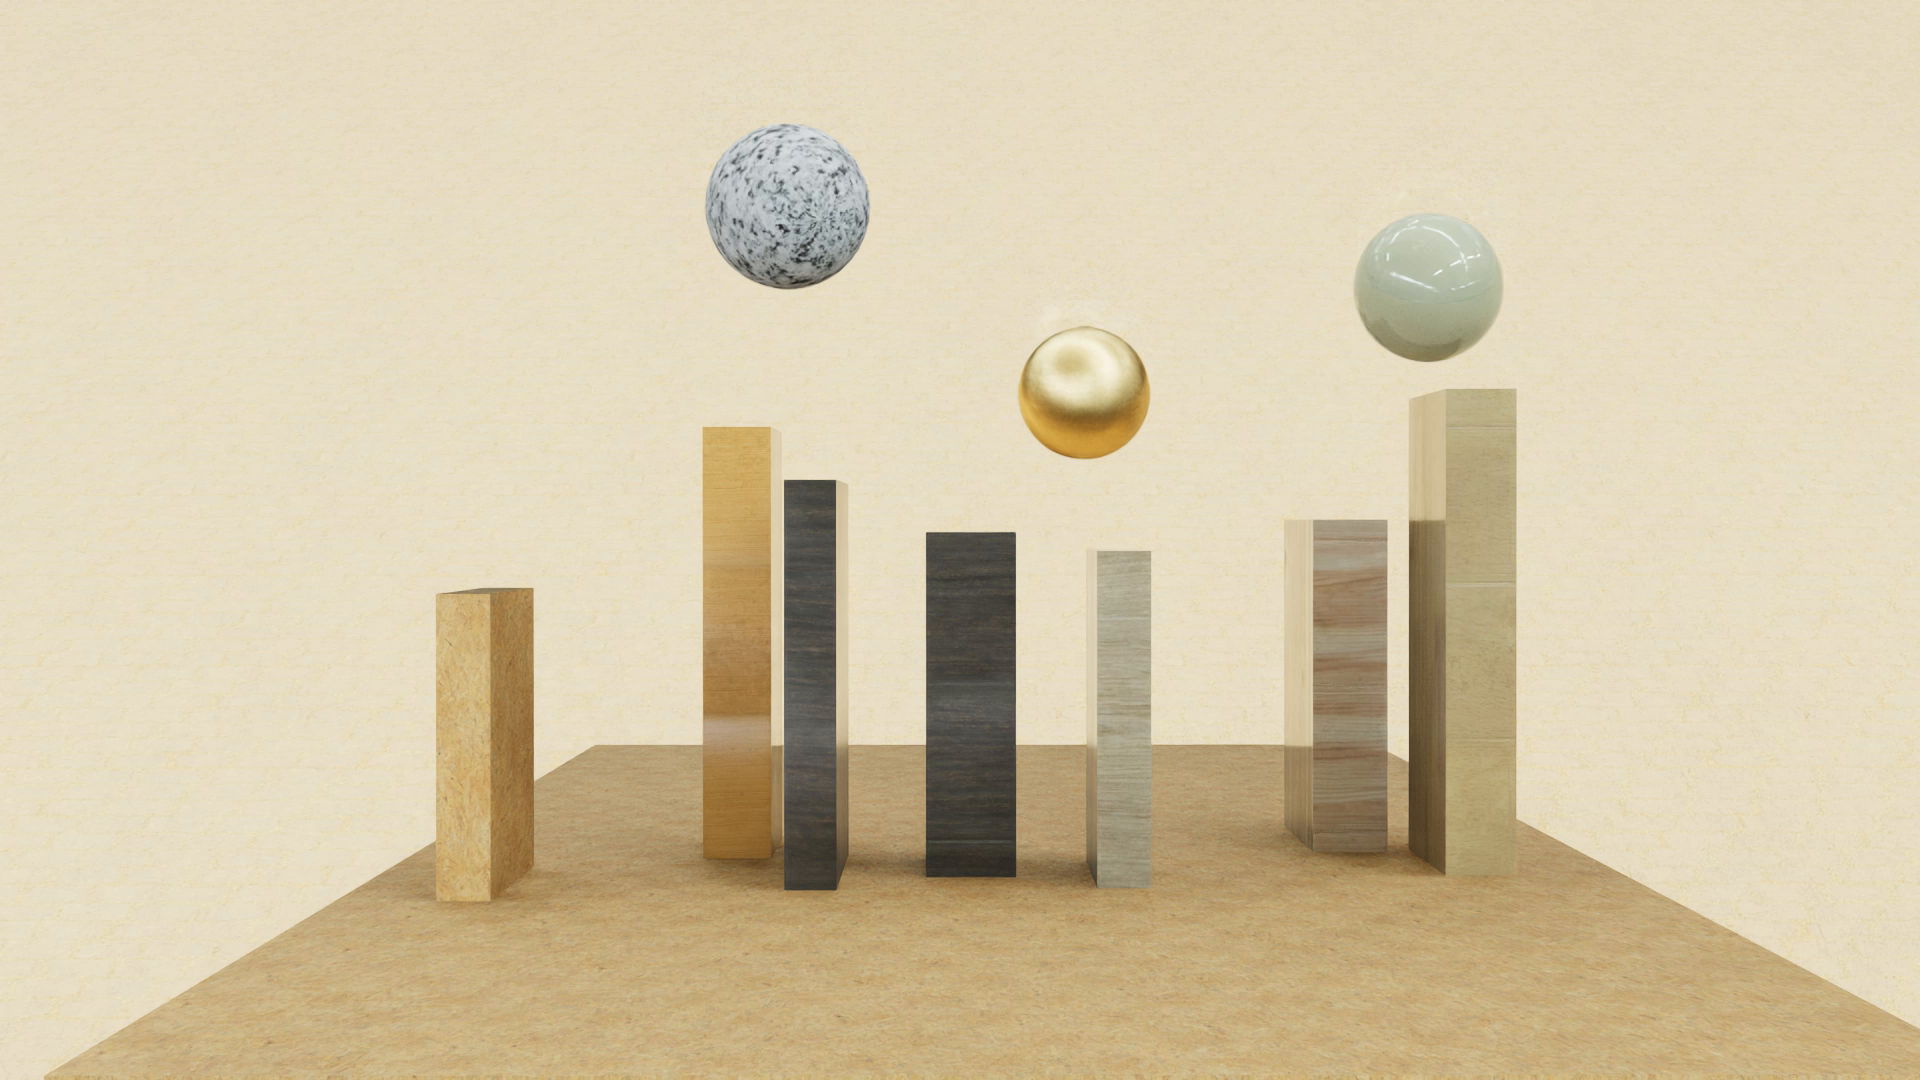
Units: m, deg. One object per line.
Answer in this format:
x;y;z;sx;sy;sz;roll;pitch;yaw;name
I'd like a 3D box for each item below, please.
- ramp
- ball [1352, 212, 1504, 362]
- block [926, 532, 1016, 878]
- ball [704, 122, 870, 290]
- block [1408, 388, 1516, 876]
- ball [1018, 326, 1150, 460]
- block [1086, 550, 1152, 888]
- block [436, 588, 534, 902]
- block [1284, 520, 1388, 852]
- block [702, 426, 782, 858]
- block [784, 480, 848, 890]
0.065;0.585;4.634;2.000;0.100;4.000;0;0;0;ramp
0.444;-0.240;2.453;0.142;0.142;0.142;0;29;0;ball
0.018;0.262;4.255;0.144;0.550;0.266;0;0;0;block
-0.167;-0.323;2.505;0.160;0.160;0.160;0;29;0;ball
0.834;0.147;4.307;0.114;0.779;0.339;0;0;0;block
0.135;-0.160;2.811;0.144;0.144;0.144;0;29;0;ball
0.253;0.277;4.159;0.084;0.521;0.334;0;0;0;block
-0.742;0.309;4.057;0.081;0.459;0.397;0;0;0;block
0.670;0.249;4.635;0.128;0.571;0.393;0;0;0;block
-0.376;0.172;4.489;0.115;0.727;0.270;0;0;0;block
-0.230;0.222;4.195;0.081;0.631;0.445;0;0;0;block
